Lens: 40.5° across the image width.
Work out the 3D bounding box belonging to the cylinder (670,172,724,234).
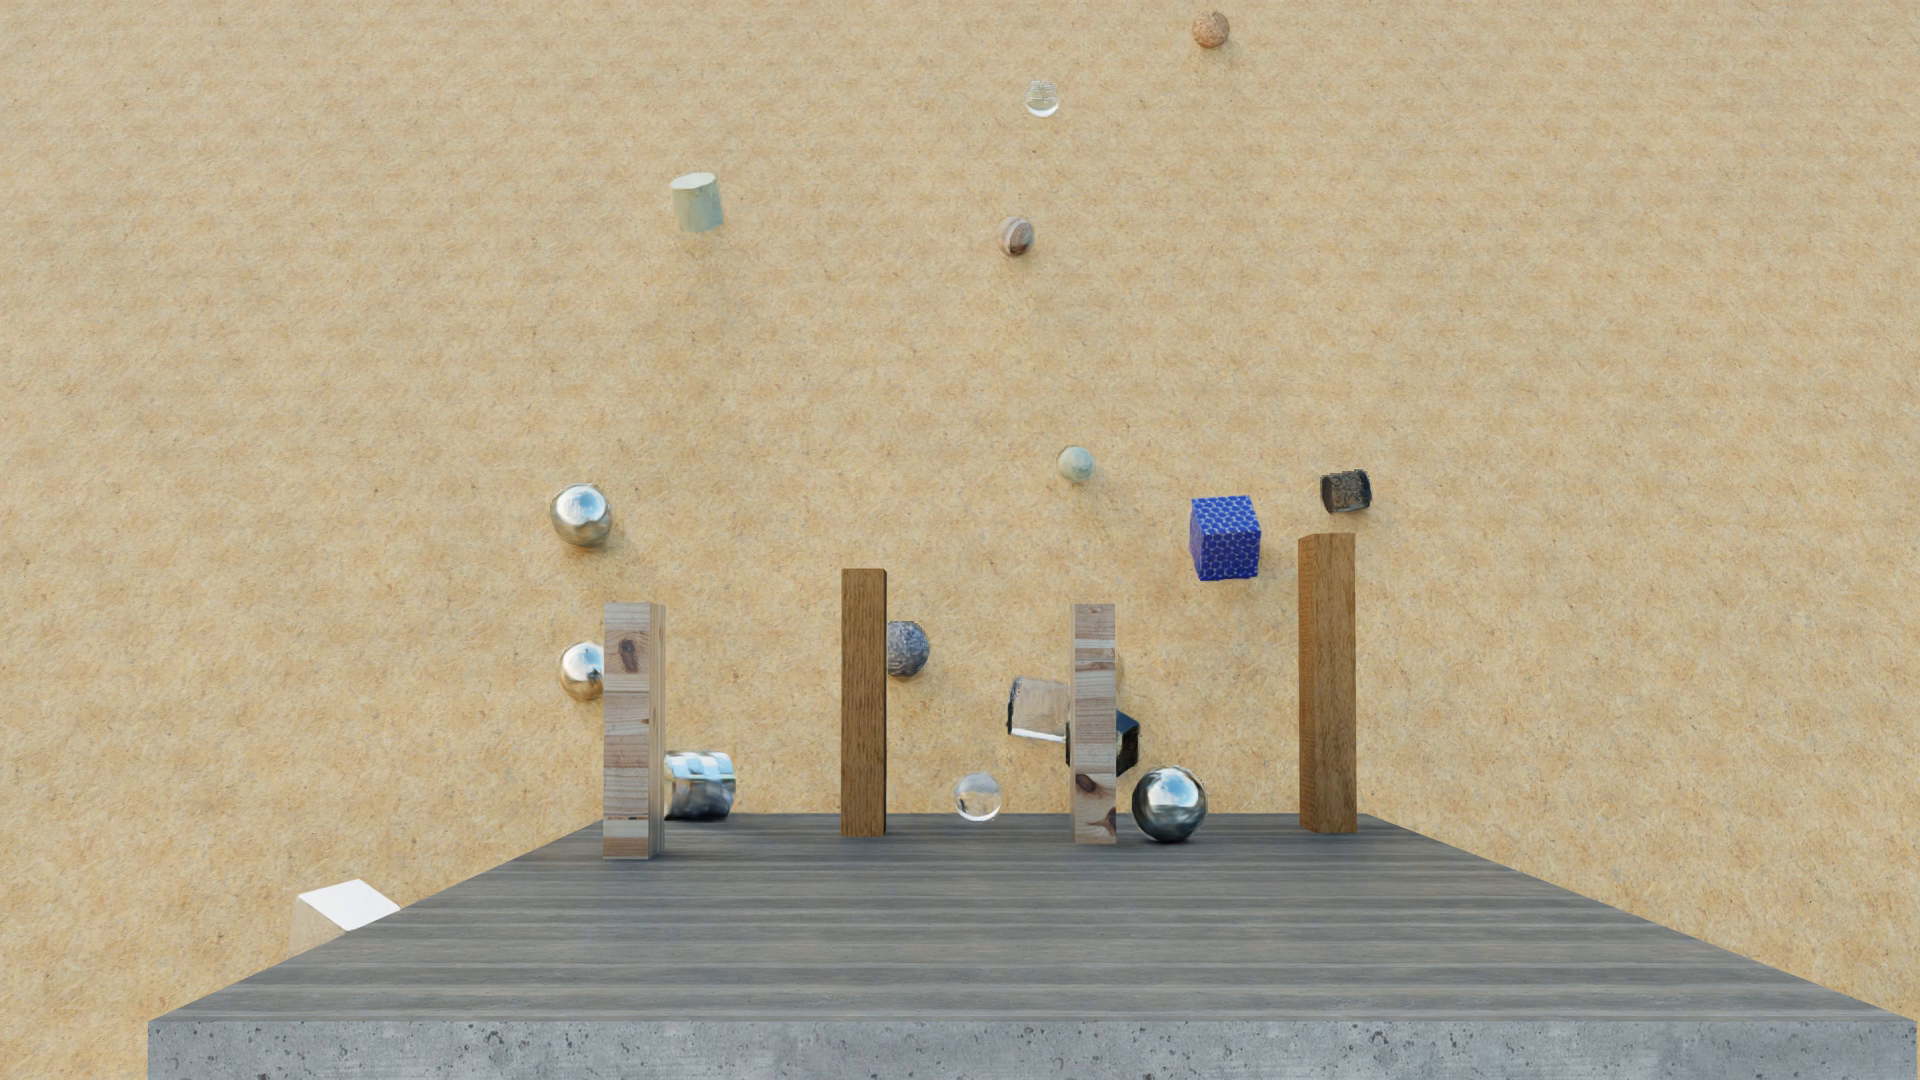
[{"bbox_3d":[-0.942,-1.206,9.303,0.166,0.166,0.166,-8,27,4],"label":"cylinder"}]

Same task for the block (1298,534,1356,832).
[{"bbox_3d":[0.889,0.345,6.309,0.098,0.709,0.288,0,-3,0],"label":"block"}]

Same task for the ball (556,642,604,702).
[{"bbox_3d":[-1.060,0.373,7.394,0.169,0.169,0.169,0,37,0],"label":"ball"}]

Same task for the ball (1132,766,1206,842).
[{"bbox_3d":[0.471,0.595,5.868,0.169,0.169,0.169,0,37,0],"label":"ball"}]

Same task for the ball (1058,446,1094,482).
[{"bbox_3d":[0.369,-0.240,8.243,0.117,0.117,0.117,0,37,0],"label":"ball"}]

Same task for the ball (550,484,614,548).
[{"bbox_3d":[-1.156,-0.074,7.964,0.191,0.191,0.191,0,37,0],"label":"ball"}]

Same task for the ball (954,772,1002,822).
[{"bbox_3d":[0.045,0.650,6.586,0.125,0.125,0.125,0,37,0],"label":"ball"}]

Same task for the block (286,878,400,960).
[{"bbox_3d":[-1.532,0.995,6.499,0.194,0.194,0.194,26,21,33],"label":"block"}]

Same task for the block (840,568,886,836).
[{"bbox_3d":[-0.227,0.382,6.172,0.098,0.621,0.267,0,-3,0],"label":"block"}]

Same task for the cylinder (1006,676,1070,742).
[{"bbox_3d":[0.229,0.473,7.265,0.165,0.165,0.165,7,38,13],"label":"cylinder"}]

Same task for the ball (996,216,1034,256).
[{"bbox_3d":[0.196,-1.091,9.345,0.141,0.141,0.141,0,37,0],"label":"ball"}]

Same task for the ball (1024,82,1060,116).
[{"bbox_3d":[0.322,-1.724,10.182,0.136,0.136,0.136,0,37,0],"label":"ball"}]

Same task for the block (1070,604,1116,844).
[{"bbox_3d":[0.302,0.415,5.941,0.090,0.534,0.274,0,-3,0],"label":"block"}]

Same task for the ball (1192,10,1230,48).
[{"bbox_3d":[1.025,-2.089,10.648,0.154,0.154,0.154,0,37,0],"label":"ball"}]

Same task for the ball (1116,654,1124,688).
[{"bbox_3d":[0.391,0.372,7.410,0.151,0.151,0.151,0,37,0],"label":"ball"}]

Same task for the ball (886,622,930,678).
[{"bbox_3d":[-0.167,0.315,7.478,0.160,0.160,0.160,0,37,0],"label":"ball"}]

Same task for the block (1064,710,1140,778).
[{"bbox_3d":[0.391,0.559,7.163,0.143,0.143,0.143,-30,44,-35],"label":"block"}]

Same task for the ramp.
[{"bbox_3d":[0.082,0.687,4.938,2.000,0.100,4.000,0,-3,0],"label":"ramp"}]

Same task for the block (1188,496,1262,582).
[{"bbox_3d":[0.802,-0.006,7.885,0.178,0.178,0.178,-4,37,-5],"label":"block"}]

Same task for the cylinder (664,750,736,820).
[{"bbox_3d":[-0.692,0.629,6.679,0.174,0.174,0.174,2,33,-30],"label":"cylinder"}]

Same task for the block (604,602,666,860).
[{"bbox_3d":[-0.686,0.399,5.495,0.093,0.527,0.292,0,-3,0],"label":"block"}]
